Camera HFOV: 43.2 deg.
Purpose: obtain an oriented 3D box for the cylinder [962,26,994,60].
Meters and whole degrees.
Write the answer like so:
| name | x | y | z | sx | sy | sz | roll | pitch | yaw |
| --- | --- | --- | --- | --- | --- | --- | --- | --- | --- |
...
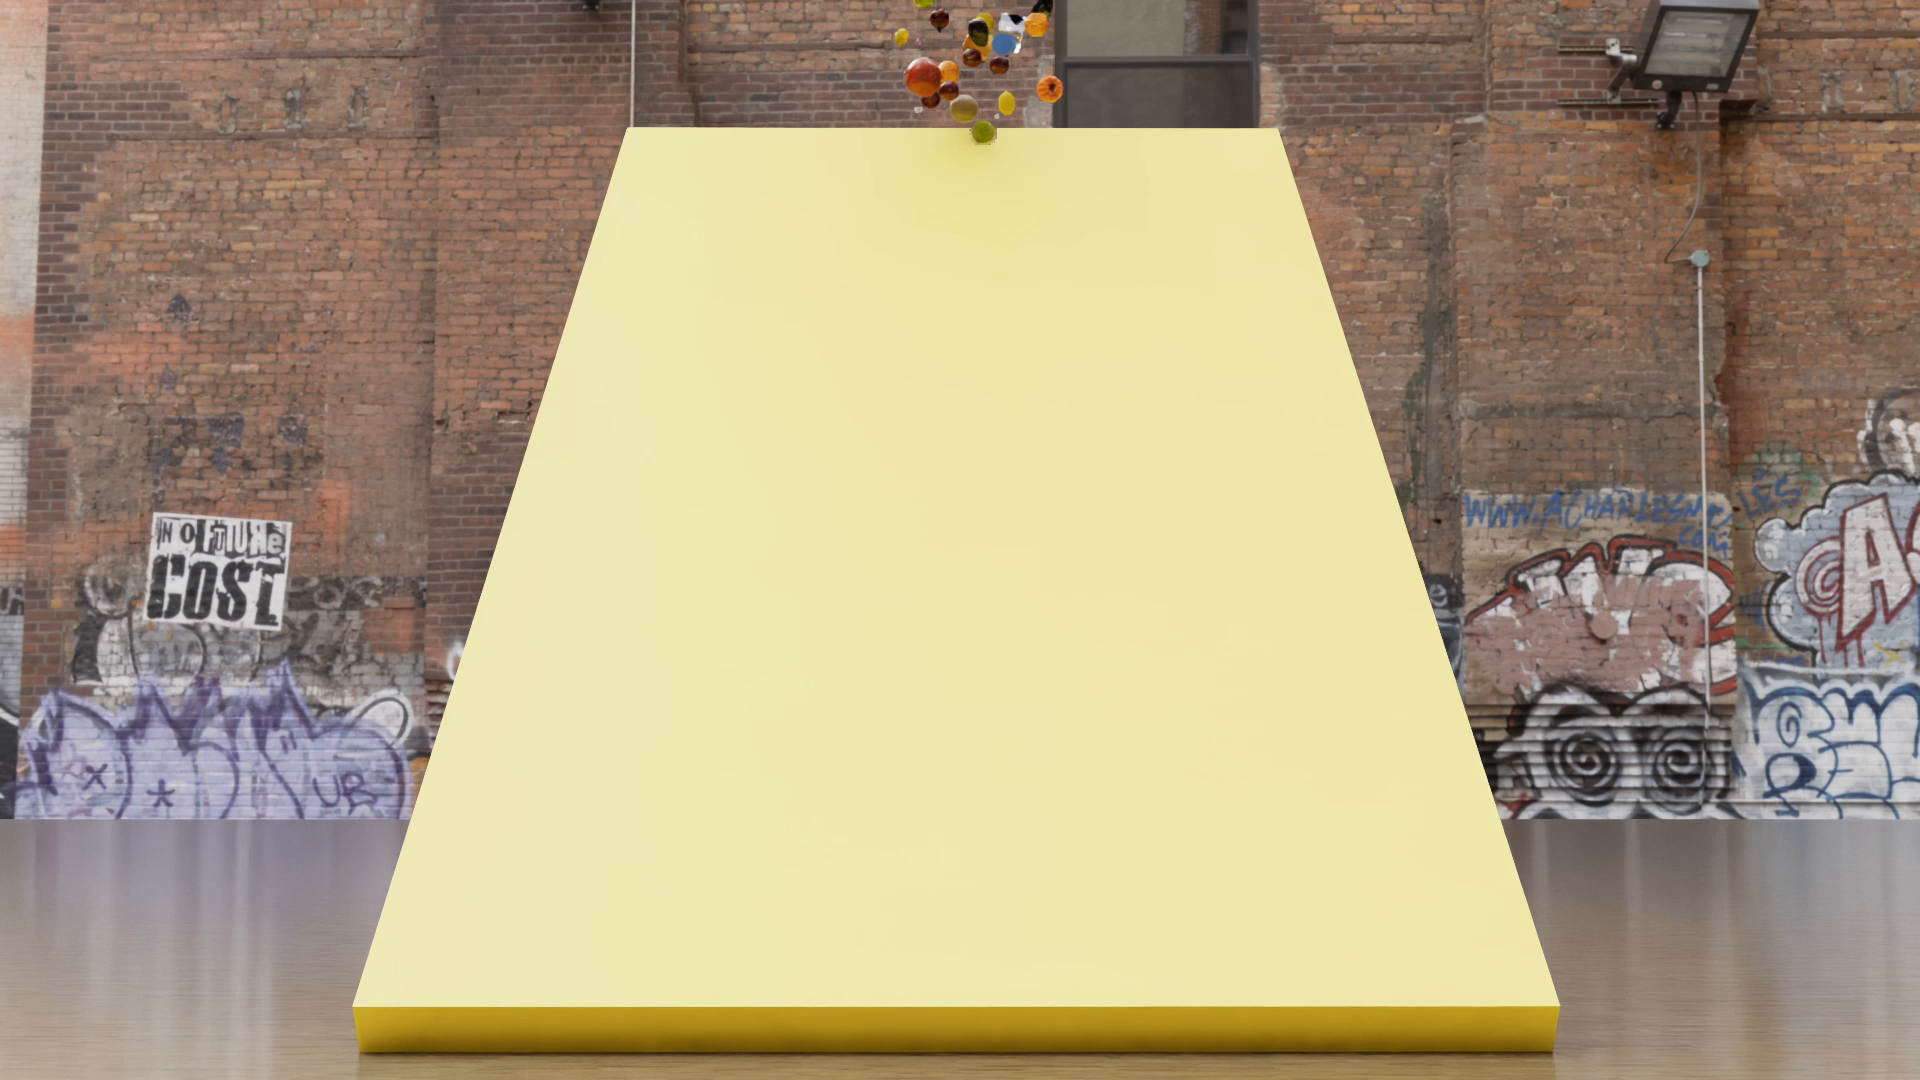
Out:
| name | x | y | z | sx | sy | sz | roll | pitch | yaw |
| --- | --- | --- | --- | --- | --- | --- | --- | --- | --- |
| cylinder | 0.056 | -1.492 | 7.281 | 0.078 | 0.078 | 0.078 | 25 | -10 | -7 |

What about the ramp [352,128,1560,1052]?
| name | x | y | z | sx | sy | sz | roll | pitch | yaw |
| --- | --- | --- | --- | --- | --- | --- | --- | --- | --- |
| ramp | -0.014 | -0.204 | 5.762 | 2.000 | 0.100 | 4.000 | 0 | 31 | 0 |

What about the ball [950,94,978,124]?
| name | x | y | z | sx | sy | sz | roll | pitch | yaw |
| --- | --- | --- | --- | --- | --- | --- | --- | --- | --- |
| ball | 0.012 | -1.319 | 7.418 | 0.088 | 0.088 | 0.088 | 0 | -6 | 0 |

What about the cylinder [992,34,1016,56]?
| name | x | y | z | sx | sy | sz | roll | pitch | yaw |
| --- | --- | --- | --- | --- | --- | --- | --- | --- | --- |
| cylinder | 0.127 | -1.426 | 6.977 | 0.060 | 0.060 | 0.060 | -1 | 12 | 12 |

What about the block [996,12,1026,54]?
| name | x | y | z | sx | sy | sz | roll | pitch | yaw |
| --- | --- | --- | --- | --- | --- | --- | --- | --- | --- |
| block | 0.149 | -1.499 | 7.169 | 0.075 | 0.075 | 0.075 | 13 | -34 | -1 |
